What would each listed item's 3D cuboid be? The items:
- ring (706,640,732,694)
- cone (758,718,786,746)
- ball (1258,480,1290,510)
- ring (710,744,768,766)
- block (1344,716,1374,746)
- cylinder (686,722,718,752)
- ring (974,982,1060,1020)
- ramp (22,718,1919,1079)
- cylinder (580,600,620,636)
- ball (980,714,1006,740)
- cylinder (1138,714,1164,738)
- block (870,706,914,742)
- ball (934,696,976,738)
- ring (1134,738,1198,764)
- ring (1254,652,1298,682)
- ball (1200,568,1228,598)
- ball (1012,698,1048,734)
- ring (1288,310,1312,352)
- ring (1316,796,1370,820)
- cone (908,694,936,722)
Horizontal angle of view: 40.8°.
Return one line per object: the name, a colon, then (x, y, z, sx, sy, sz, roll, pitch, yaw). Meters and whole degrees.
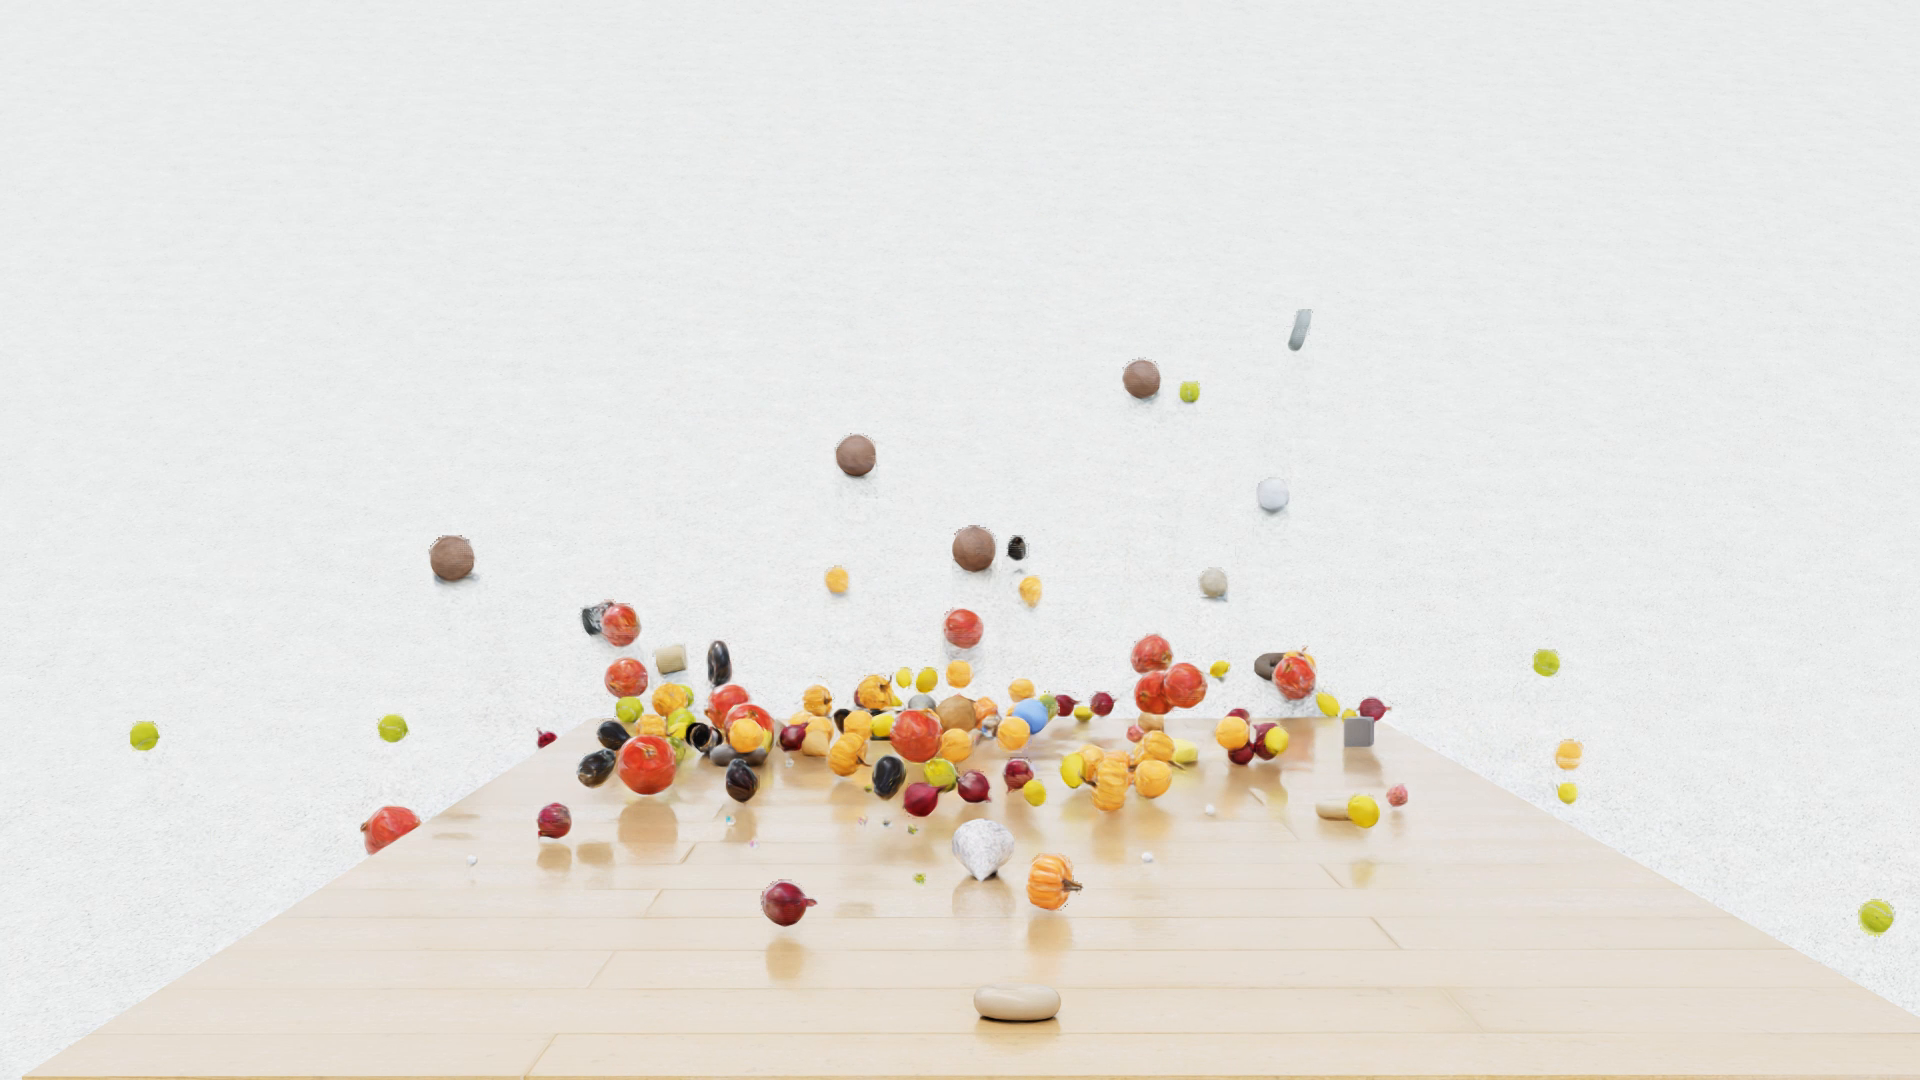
ring: (-0.637, 0.335, 6.824, 0.048, 0.143, 0.143, -3, 26, -15)
cone: (-0.423, 0.453, 5.874, 0.065, 0.065, 0.065, -5, 38, -10)
ball: (0.954, -0.137, 7.851, 0.096, 0.096, 0.096, 0, 27, 0)
ring: (-0.470, 0.456, 5.470, 0.122, 0.041, 0.122, -1, 2, 0)
block: (0.907, 0.436, 5.874, 0.062, 0.062, 0.062, 0, 1, 16)
cylinder: (-0.561, 0.427, 5.599, 0.057, 0.057, 0.057, 6, -11, 12)
ring: (0.063, 0.513, 2.868, 0.098, 0.033, 0.098, 2, -2, 0)
ramp: (0.060, 0.544, 4.580, 2.000, 0.100, 4.000, 0, 1, 0)
cylinder: (-0.998, 0.217, 7.155, 0.078, 0.078, 0.078, -18, 31, -31)
ball: (0.078, 0.435, 6.006, 0.060, 0.060, 0.060, 0, 27, 0)
cylinder: (0.446, 0.434, 6.017, 0.058, 0.058, 0.058, 3, 27, 8)
block: (-0.157, 0.429, 6.012, 0.072, 0.072, 0.072, 1, 1, 38)
ball: (-0.011, 0.414, 6.041, 0.100, 0.100, 0.100, 0, 27, 0)
ring: (0.442, 0.453, 5.517, 0.137, 0.046, 0.137, -1, 1, 0)
ring: (0.851, 0.342, 6.960, 0.120, 0.040, 0.120, -1, 27, 0)
ball: (0.724, 0.123, 7.348, 0.082, 0.082, 0.082, 0, 27, 0)
ball: (0.167, 0.420, 6.136, 0.085, 0.085, 0.085, 0, 27, 0)
ring: (1.163, -0.716, 8.833, 0.050, 0.149, 0.149, 19, 29, 6)
ring: (0.682, 0.477, 4.594, 0.099, 0.033, 0.099, -1, 0, 0)
cone: (-0.098, 0.438, 6.505, 0.074, 0.074, 0.074, 2, 28, 3)
